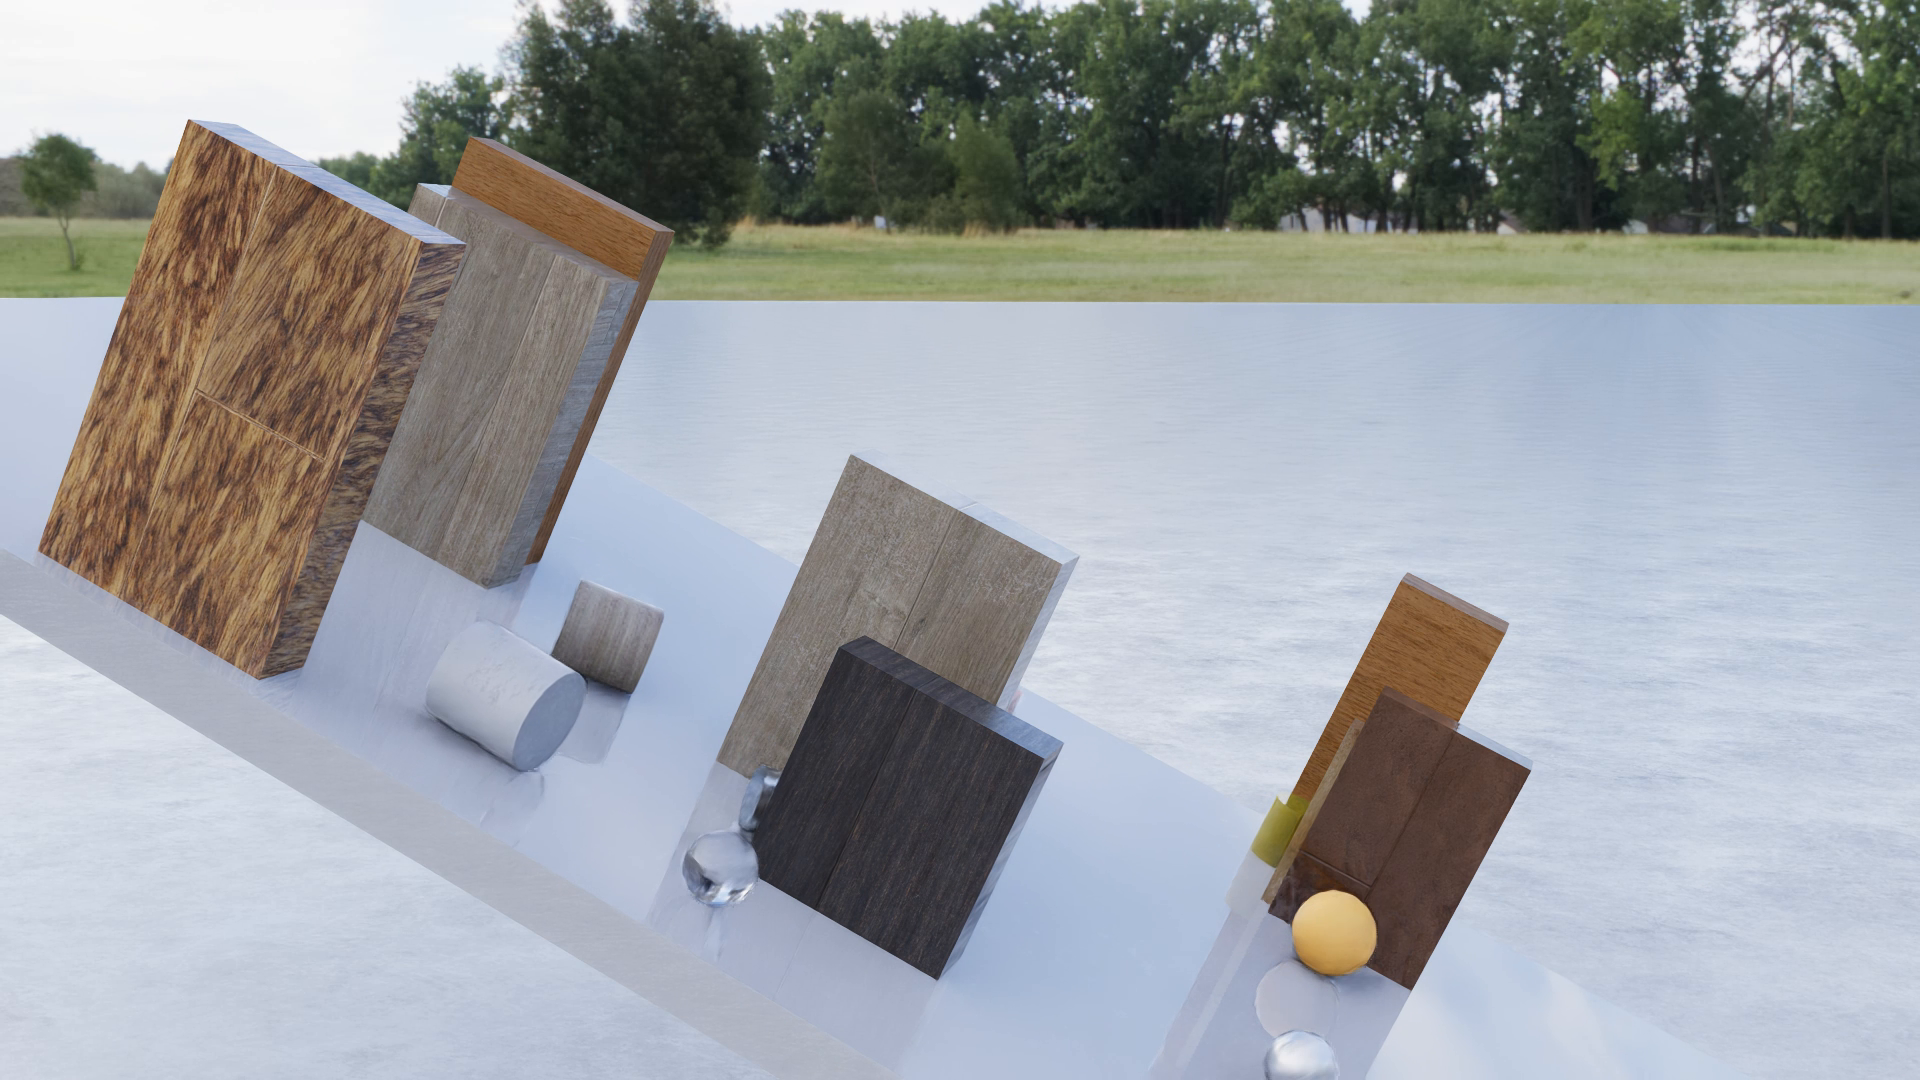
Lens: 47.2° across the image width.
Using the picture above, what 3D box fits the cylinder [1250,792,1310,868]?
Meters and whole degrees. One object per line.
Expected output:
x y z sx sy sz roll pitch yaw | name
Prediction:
0.707 0.627 4.692 0.130 0.130 0.130 23 13 -6 | cylinder

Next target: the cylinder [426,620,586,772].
-0.726 0.248 3.518 0.179 0.179 0.179 29 16 17 | cylinder

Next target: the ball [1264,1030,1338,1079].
0.553 0.856 3.571 0.119 0.119 0.119 0 7 0 | ball

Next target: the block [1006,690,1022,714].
0.045 0.353 4.610 0.113 0.113 0.113 27 14 10 | block

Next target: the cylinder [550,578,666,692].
-0.641 0.173 3.991 0.162 0.162 0.162 22 3 -10 | cylinder

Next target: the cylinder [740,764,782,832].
-0.296 0.445 3.670 0.111 0.111 0.111 21 1 -16 | cylinder

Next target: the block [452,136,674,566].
-0.906 -0.373 4.384 0.436 0.730 0.088 28 14 12 | block

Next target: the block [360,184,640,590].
-0.941 -0.295 4.214 0.435 0.641 0.122 28 14 12 | block

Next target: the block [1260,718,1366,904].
0.804 0.595 4.392 0.243 0.404 0.084 28 14 12 | block

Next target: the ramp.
-0.263 0.448 4.170 4.000 0.100 2.000 28 14 12 | ramp

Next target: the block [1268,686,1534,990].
0.862 0.584 4.320 0.317 0.503 0.086 28 14 12 | block

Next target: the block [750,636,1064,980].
-0.094 0.421 3.485 0.366 0.403 0.121 28 14 12 | block

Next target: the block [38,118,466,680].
-1.107 -0.216 3.416 0.442 0.738 0.120 28 14 12 | block

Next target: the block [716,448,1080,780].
-0.113 0.208 3.826 0.412 0.606 0.122 28 14 12 | block

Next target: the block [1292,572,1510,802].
0.921 0.418 4.743 0.240 0.648 0.141 28 14 12 | block

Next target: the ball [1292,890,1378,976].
0.711 0.747 4.177 0.160 0.160 0.160 0 7 0 | ball

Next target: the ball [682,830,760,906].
-0.363 0.498 3.338 0.116 0.116 0.116 0 7 0 | ball
